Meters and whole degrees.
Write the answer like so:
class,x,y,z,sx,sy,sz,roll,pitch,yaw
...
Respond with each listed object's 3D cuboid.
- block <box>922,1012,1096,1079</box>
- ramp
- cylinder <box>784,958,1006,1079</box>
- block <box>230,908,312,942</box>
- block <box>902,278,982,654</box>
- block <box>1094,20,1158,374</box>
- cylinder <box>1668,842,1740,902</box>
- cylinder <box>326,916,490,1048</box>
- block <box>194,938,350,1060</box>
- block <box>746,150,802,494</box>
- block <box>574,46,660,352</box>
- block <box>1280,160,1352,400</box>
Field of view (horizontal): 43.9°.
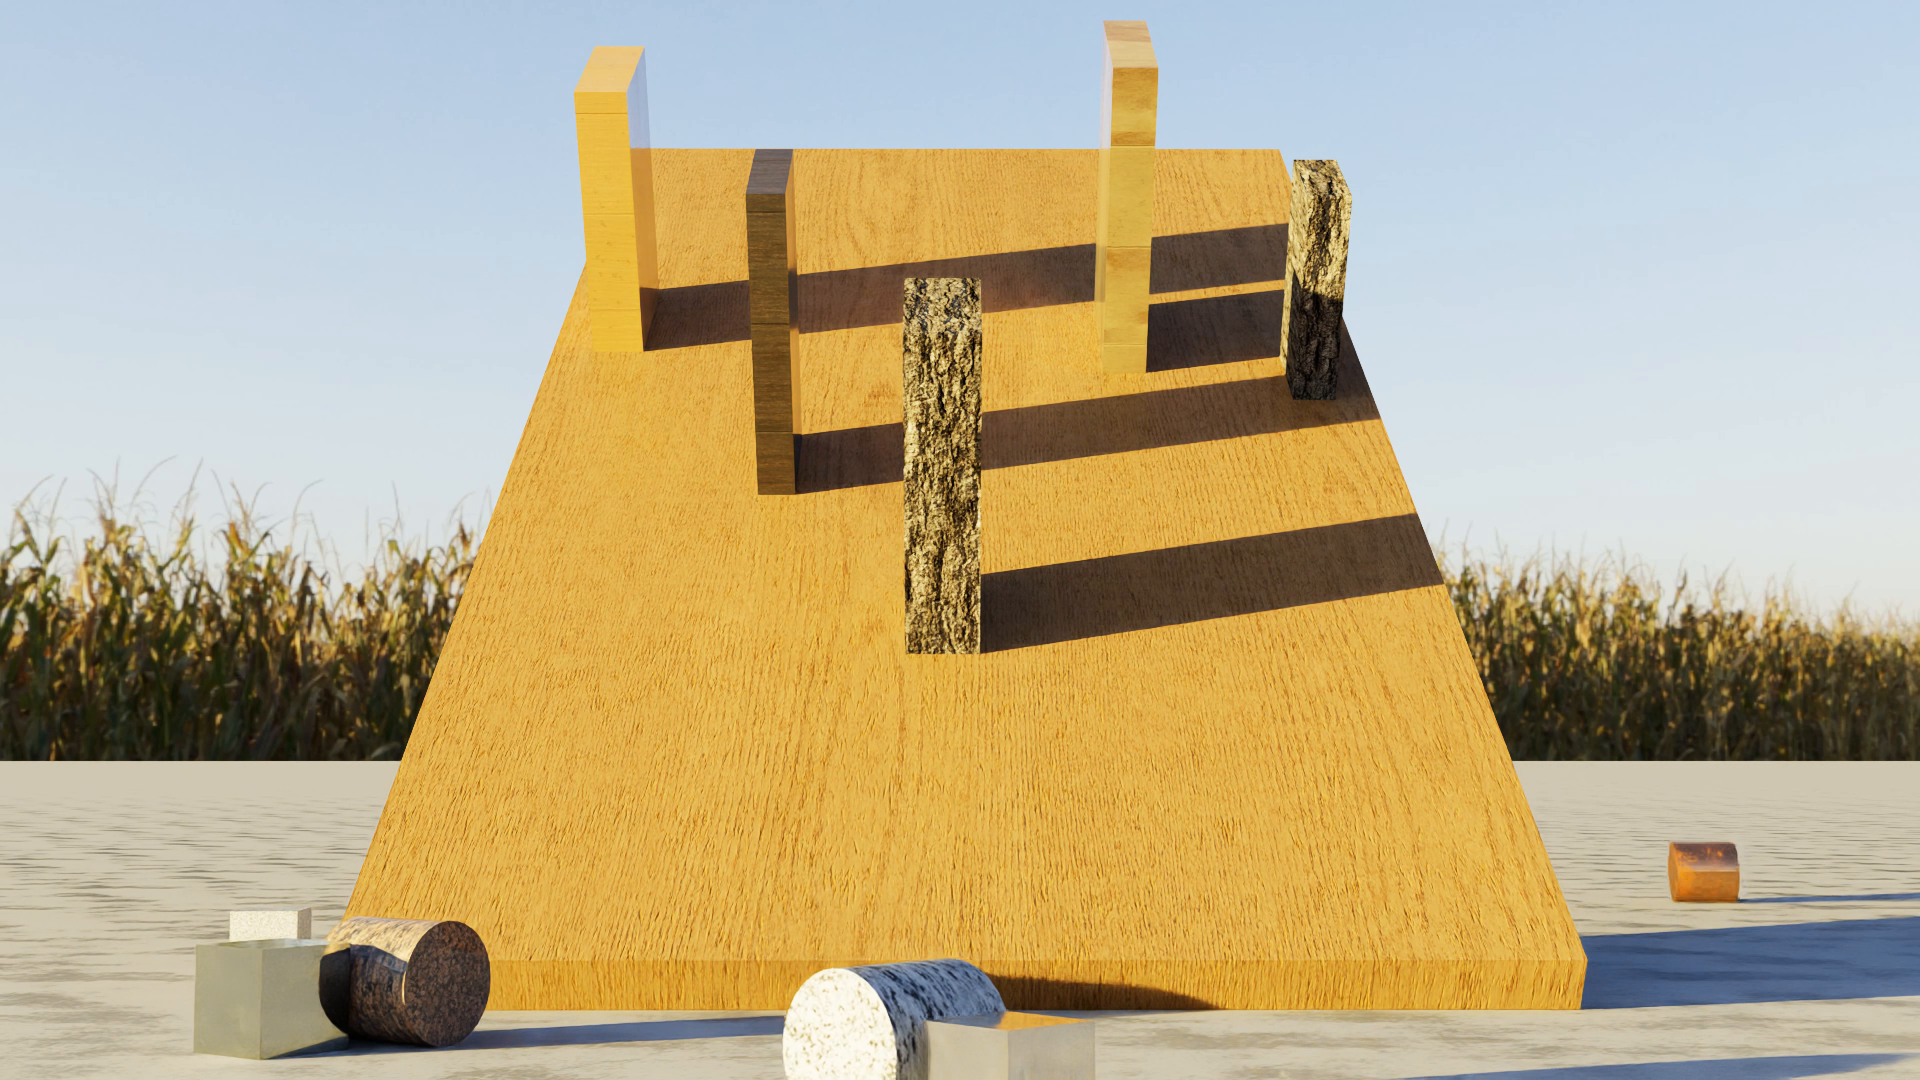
class,x,y,z,sx,sy,sz,roll,pitch,yaw
block,0.051,0.572,2.510,0.129,0.129,0.129,5,-7,-44
ramp,-0.011,-0.223,5.575,2.000,0.100,4.000,0,28,0
cylinder,-0.069,0.558,2.634,0.179,0.179,0.179,-5,-7,44
block,-1.284,0.749,4.441,0.122,0.122,0.122,0,-5,-3
block,-0.034,-0.140,4.592,0.144,0.670,0.279,0,28,0
block,0.401,-0.838,5.817,0.105,0.762,0.399,0,28,0
cylinder,2.073,0.927,6.648,0.165,0.165,0.165,-1,-5,8
cylinder,-0.796,0.629,3.403,0.176,0.176,0.176,-3,-6,31
block,-0.955,0.634,3.309,0.147,0.147,0.147,-4,-6,37
block,-0.402,-0.472,5.195,0.082,0.694,0.287,0,28,0
block,-0.850,-0.851,5.939,0.124,0.664,0.381,0,28,0
block,0.845,-0.620,5.679,0.101,0.509,0.260,0,28,0
